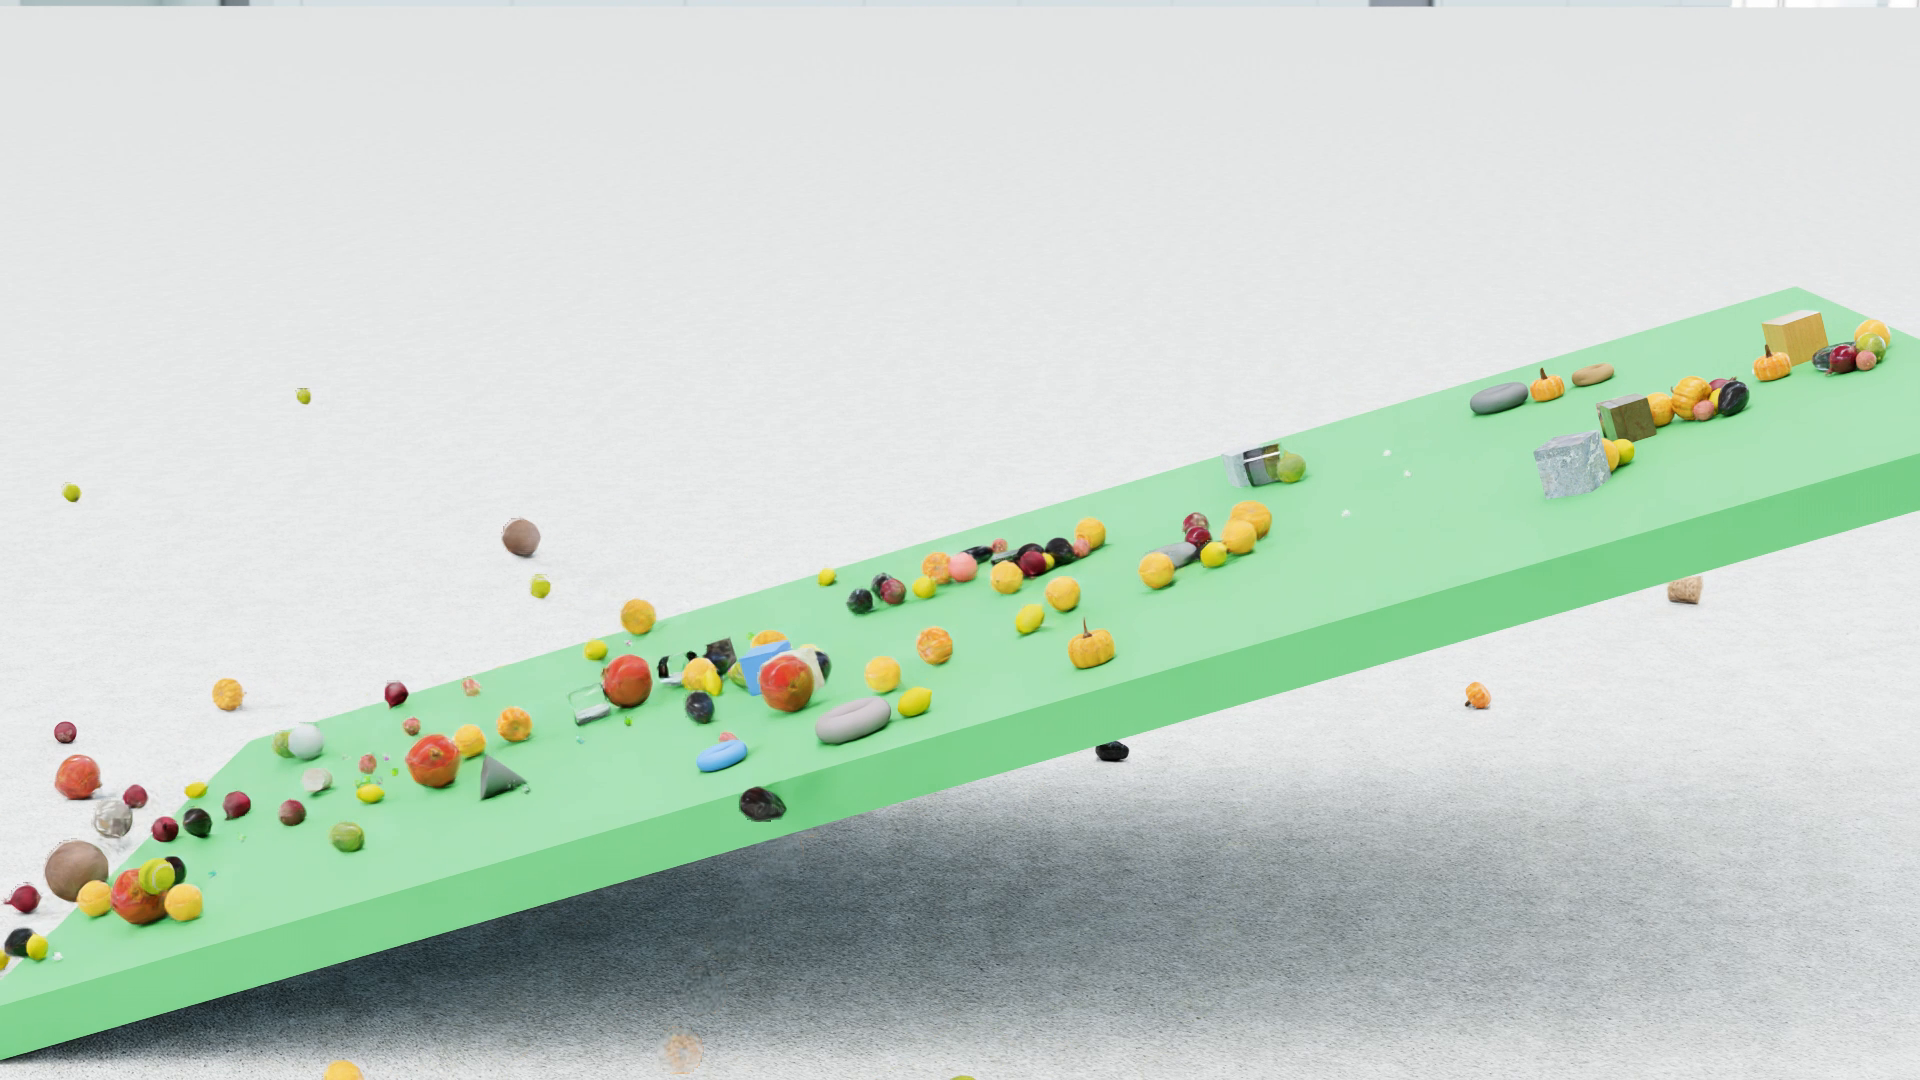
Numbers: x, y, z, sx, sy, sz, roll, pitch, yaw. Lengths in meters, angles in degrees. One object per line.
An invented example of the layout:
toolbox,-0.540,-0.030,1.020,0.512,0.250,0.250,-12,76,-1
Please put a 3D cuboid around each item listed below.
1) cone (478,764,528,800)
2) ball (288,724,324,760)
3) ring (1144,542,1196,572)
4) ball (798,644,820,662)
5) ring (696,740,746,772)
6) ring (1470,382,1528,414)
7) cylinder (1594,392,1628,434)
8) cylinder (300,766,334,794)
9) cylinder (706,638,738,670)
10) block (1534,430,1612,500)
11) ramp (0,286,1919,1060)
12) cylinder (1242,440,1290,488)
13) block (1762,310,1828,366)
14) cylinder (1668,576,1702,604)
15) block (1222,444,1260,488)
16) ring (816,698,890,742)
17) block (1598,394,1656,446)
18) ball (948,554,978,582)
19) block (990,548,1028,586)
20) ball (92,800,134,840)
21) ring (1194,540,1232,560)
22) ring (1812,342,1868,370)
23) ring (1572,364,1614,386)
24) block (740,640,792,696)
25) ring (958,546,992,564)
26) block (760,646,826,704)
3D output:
cone,-0.921,0.487,5.980,0.093,0.093,0.093,-15,16,-21
ball,-1.546,0.478,6.956,0.085,0.085,0.085,0,11,0
ring,0.440,0.037,6.145,0.115,0.038,0.115,-17,11,3
ball,-0.323,0.246,6.251,0.051,0.051,0.051,0,11,0
ring,-0.456,0.413,5.625,0.102,0.034,0.102,-18,10,3
ring,1.236,-0.325,6.745,0.137,0.046,0.137,-17,9,3
cylinder,1.360,-0.257,6.085,0.073,0.073,0.073,-25,8,9
cylinder,-1.425,0.532,6.519,0.052,0.052,0.052,4,-18,21
cylinder,-0.529,0.252,6.526,0.057,0.057,0.057,-18,2,1
block,1.188,-0.147,5.705,0.098,0.098,0.098,-9,13,39
ramp,0.094,0.185,6.316,4.000,0.100,2.000,-16,10,5
cylinder,0.699,-0.172,6.705,0.085,0.085,0.085,-22,7,12
block,1.779,-0.429,6.260,0.092,0.092,0.092,-19,10,-9
cylinder,2.347,0.159,9.527,0.089,0.089,0.089,6,12,27
block,0.660,-0.172,6.794,0.077,0.077,0.077,-19,10,-10
ring,-0.202,0.340,5.548,0.150,0.050,0.150,-18,9,3
block,1.362,-0.246,6.000,0.080,0.080,0.080,-17,10,-1
ball,0.007,0.063,6.645,0.067,0.067,0.067,0,11,0
block,0.109,0.060,6.511,0.060,0.060,0.060,-15,10,12
ball,-1.981,0.654,6.881,0.092,0.092,0.092,0,11,0
ring,0.526,0.022,6.112,0.079,0.026,0.079,-17,11,3
ring,1.821,-0.381,6.083,0.116,0.039,0.116,-16,10,3
ring,1.445,-0.377,6.714,0.098,0.033,0.098,-17,9,3
block,-0.398,0.268,6.165,0.084,0.084,0.084,-13,11,21
ring,0.029,0.039,6.837,0.098,0.033,0.098,-18,9,3
block,-0.343,0.278,6.022,0.084,0.084,0.084,-11,12,32
